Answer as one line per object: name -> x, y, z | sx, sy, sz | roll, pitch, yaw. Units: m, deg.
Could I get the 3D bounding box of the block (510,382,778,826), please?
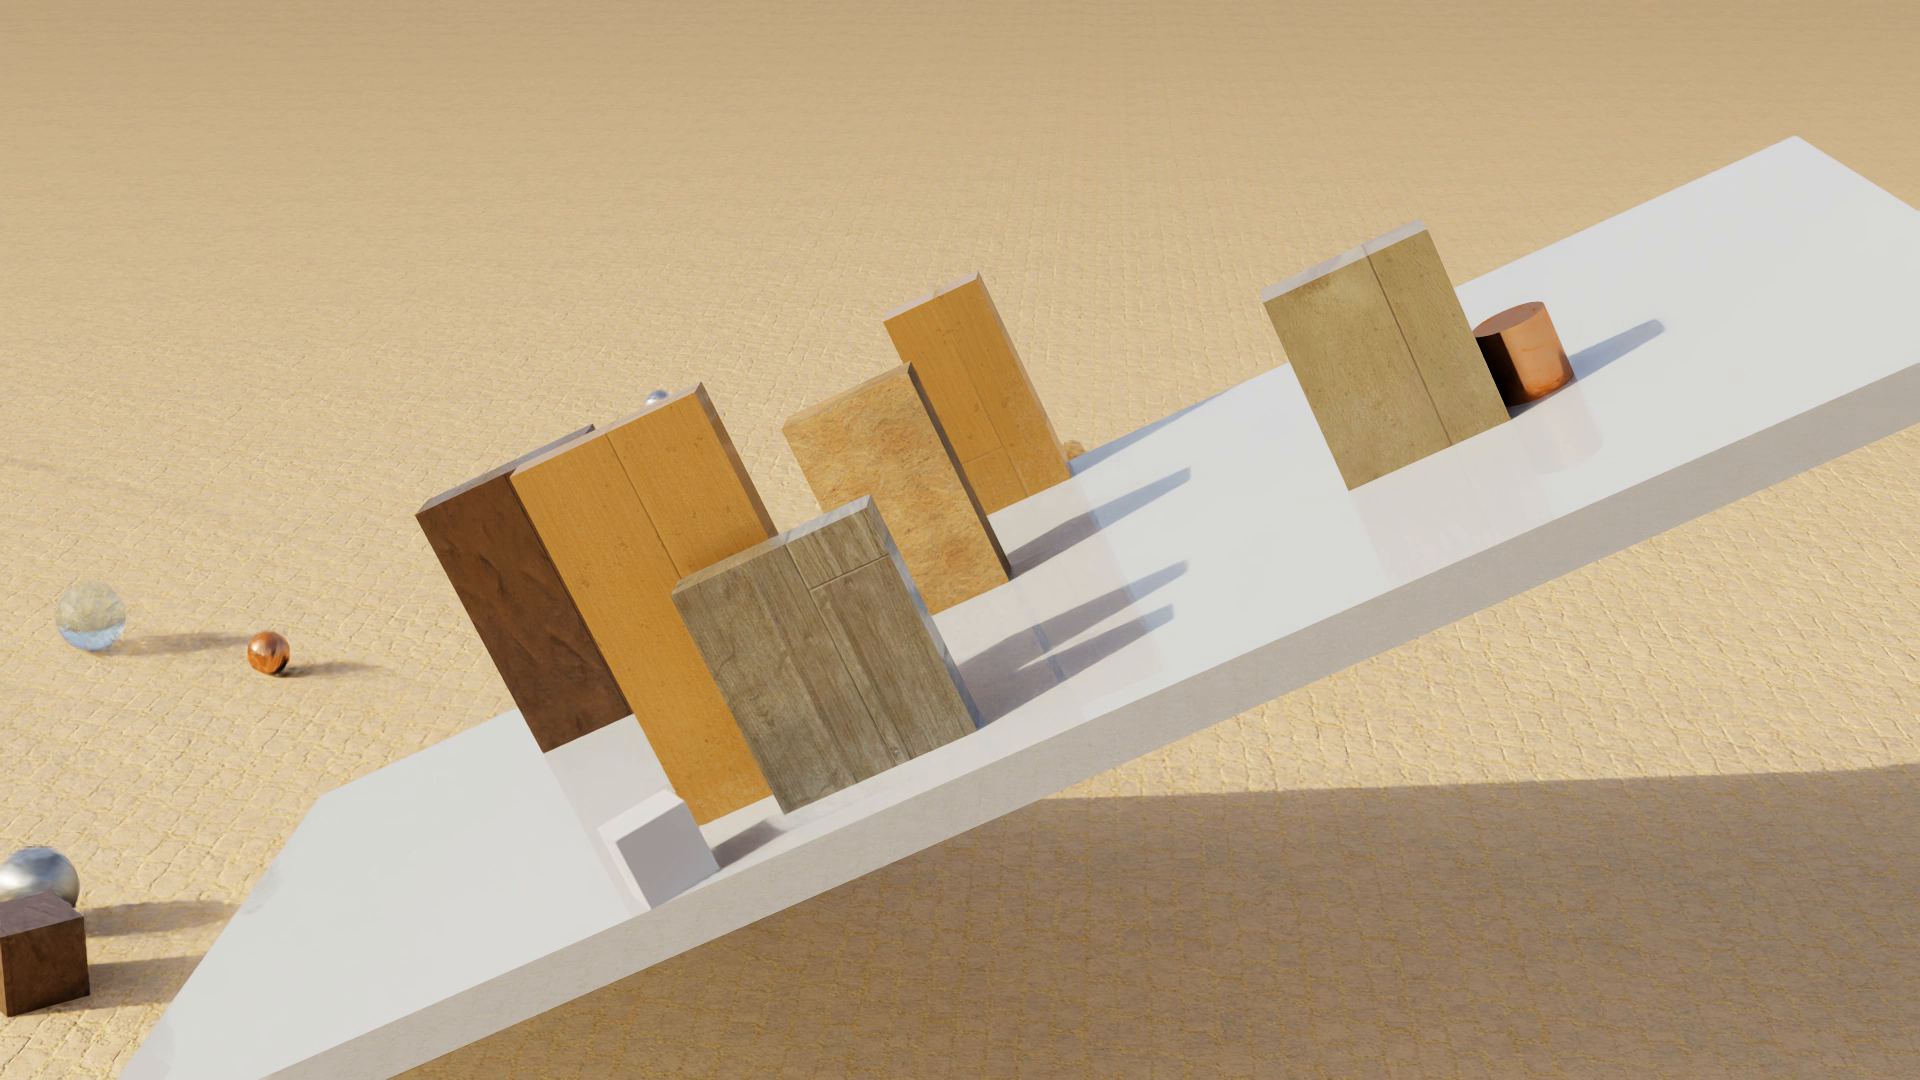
block -> -0.507, 0.131, 5.697 | 0.397, 0.784, 0.096 | -24, 13, 9

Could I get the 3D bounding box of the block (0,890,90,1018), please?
block -> -2.084, 0.925, 6.584 | 0.191, 0.191, 0.191 | -12, 20, -37

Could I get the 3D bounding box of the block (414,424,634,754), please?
block -> -0.913, 0.116, 6.845 | 0.437, 0.638, 0.135 | -24, 13, 9

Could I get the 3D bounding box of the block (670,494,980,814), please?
block -> -0.251, 0.218, 5.551 | 0.407, 0.479, 0.103 | -24, 13, 9

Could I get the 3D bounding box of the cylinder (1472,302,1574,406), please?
cylinder -> 1.133, -0.375, 5.923 | 0.157, 0.157, 0.157 | -25, 13, 6

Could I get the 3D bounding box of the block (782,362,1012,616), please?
block -> -0.136, -0.090, 6.436 | 0.301, 0.515, 0.118 | -24, 13, 9

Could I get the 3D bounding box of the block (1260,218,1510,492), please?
block -> 0.846, -0.369, 5.860 | 0.348, 0.421, 0.127 | -24, 13, 9

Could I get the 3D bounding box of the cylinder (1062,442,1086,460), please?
cylinder -> 0.334, -0.243, 10.665 | 0.209, 0.209, 0.209 | -5, 17, -18

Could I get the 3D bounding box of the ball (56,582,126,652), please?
ball -> -2.654, 0.235, 8.982 | 0.209, 0.209, 0.209 | 0, 16, 0

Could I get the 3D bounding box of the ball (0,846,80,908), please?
ball -> -2.178, 0.822, 6.936 | 0.197, 0.197, 0.197 | 0, 16, 0

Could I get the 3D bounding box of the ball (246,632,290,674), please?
ball -> -2.062, 0.337, 8.774 | 0.127, 0.127, 0.127 | 0, 16, 0

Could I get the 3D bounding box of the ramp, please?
ramp -> 0.136, 0.169, 6.282 | 4.000, 0.100, 2.000 | -24, 13, 9

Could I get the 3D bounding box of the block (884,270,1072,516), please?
block -> 0.045, -0.347, 7.048 | 0.244, 0.532, 0.115 | -24, 13, 9

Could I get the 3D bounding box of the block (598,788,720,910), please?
block -> -0.563, 0.576, 5.490 | 0.148, 0.148, 0.148 | -30, 14, -15

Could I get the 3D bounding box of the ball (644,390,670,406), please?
ball -> -1.219, -0.550, 11.921 | 0.115, 0.115, 0.115 | 0, 16, 0
